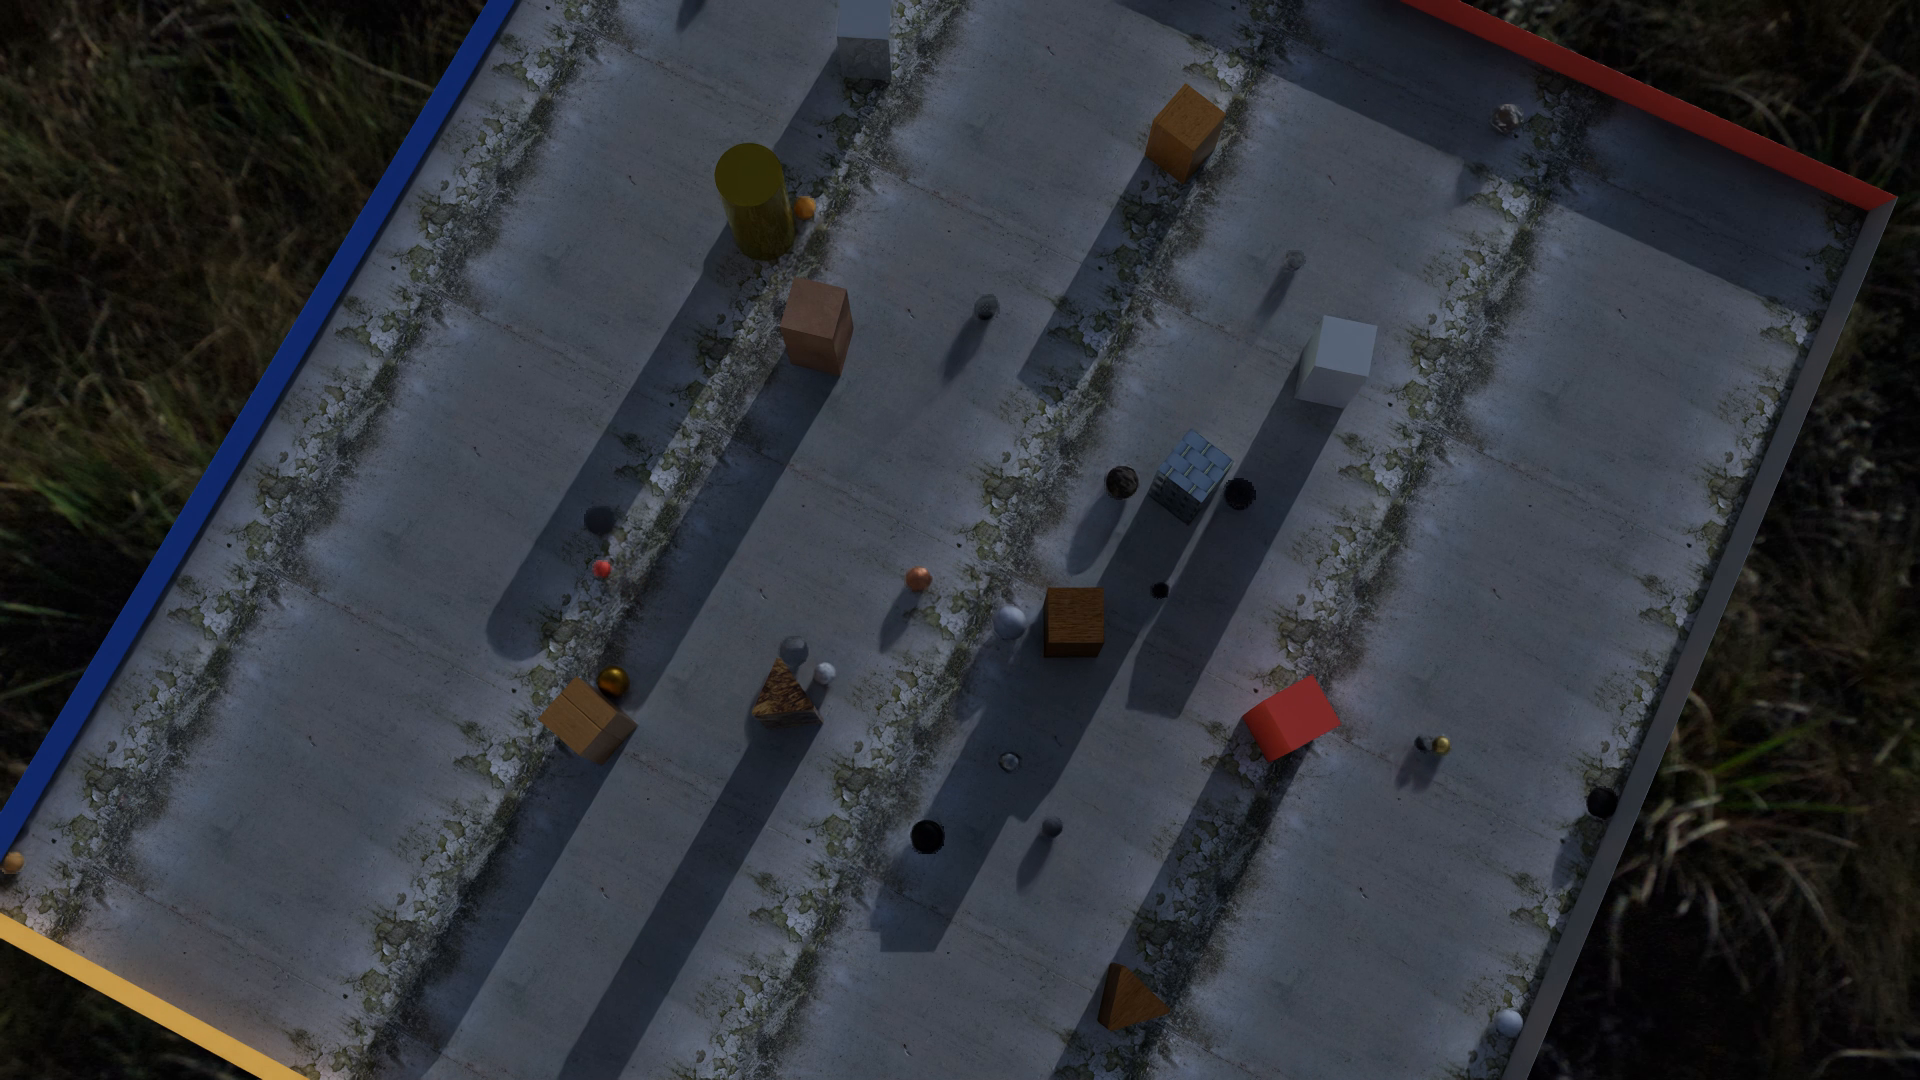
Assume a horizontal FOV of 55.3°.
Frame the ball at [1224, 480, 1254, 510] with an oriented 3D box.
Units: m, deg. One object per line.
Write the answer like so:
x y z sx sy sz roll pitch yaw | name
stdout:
0.853 -0.137 5.599 0.089 0.089 0.089 0 78 0 | ball

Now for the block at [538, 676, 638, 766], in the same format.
-1.078 0.529 5.334 0.160 0.340 0.160 40 81 8 | block

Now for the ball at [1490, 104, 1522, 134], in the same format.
1.744 -1.344 5.846 0.096 0.096 0.096 0 78 0 | ball

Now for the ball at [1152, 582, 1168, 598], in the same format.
0.609 0.153 5.560 0.049 0.049 0.049 0 78 0 | ball

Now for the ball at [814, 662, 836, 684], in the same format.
-0.405 0.401 5.500 0.066 0.066 0.066 0 78 0 | ball

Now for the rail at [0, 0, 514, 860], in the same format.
-1.882 -0.915 5.739 0.045 0.130 4.553 26 80 5 | rail

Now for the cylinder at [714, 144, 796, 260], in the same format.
-0.621 -1.027 5.600 0.200 0.449 0.200 0 78 0 | cylinder

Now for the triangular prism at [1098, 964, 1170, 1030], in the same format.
0.464 1.267 5.152 0.173 0.396 0.150 -16 79 -3 | triangular prism

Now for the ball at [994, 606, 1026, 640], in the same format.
0.151 0.251 5.514 0.100 0.100 0.100 0 78 0 | ball

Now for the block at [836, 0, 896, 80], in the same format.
-0.295 -1.598 5.806 0.160 0.277 0.160 4 78 1 | block

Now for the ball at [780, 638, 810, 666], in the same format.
-0.498 0.336 5.502 0.089 0.089 0.089 0 78 0 | ball

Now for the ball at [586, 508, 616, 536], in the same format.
-1.095 -0.057 5.585 0.086 0.086 0.086 0 78 0 | ball

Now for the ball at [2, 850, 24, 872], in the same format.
-2.786 0.946 5.390 0.061 0.061 0.061 0 78 0 | ball

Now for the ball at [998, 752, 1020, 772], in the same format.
0.147 0.659 5.448 0.063 0.063 0.063 0 78 0 | ball

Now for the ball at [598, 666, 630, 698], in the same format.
-1.036 0.425 5.480 0.095 0.095 0.095 0 78 0 | ball

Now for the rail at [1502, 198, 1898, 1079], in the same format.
1.882 0.928 5.357 0.045 0.130 4.553 26 80 5 | rail

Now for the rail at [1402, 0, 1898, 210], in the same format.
1.008 -1.966 5.956 4.256 0.130 0.045 26 80 5 | rail

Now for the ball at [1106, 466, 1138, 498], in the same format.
0.497 -0.177 5.603 0.099 0.099 0.099 0 78 0 | ball

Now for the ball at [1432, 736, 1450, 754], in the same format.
1.436 0.612 5.463 0.054 0.054 0.054 0 78 0 | ball

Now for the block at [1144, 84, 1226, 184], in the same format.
0.704 -1.270 5.746 0.160 0.262 0.160 39 81 7 | block

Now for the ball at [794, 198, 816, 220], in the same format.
-0.491 -1.048 5.799 0.068 0.068 0.068 0 78 0 | ball

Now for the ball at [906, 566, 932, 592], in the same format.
-0.124 0.118 5.553 0.077 0.077 0.077 0 78 0 | ball

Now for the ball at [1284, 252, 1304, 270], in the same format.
1.051 -0.879 5.768 0.060 0.060 0.060 0 78 0 | ball

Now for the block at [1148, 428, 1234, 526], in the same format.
0.688 -0.185 5.492 0.160 0.320 0.160 38 81 7 | block

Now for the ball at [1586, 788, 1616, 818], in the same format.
1.895 0.777 5.412 0.085 0.085 0.085 0 78 0 | ball

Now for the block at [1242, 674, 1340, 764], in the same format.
0.955 0.521 5.306 0.160 0.397 0.160 -28 80 -5 | block

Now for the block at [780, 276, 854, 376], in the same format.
-0.431 -0.644 5.561 0.160 0.371 0.160 14 79 3 | block

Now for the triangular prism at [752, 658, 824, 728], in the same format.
-0.502 0.444 5.324 0.173 0.392 0.150 -6 78 -1 | triangular prism

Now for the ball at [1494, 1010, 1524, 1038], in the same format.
1.585 1.395 5.287 0.080 0.080 0.080 0 78 0 | ball

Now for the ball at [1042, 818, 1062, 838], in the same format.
0.271 0.850 5.410 0.061 0.061 0.061 0 78 0 | ball

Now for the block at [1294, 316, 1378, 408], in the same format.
1.135 -0.536 5.554 0.160 0.341 0.160 12 79 2 | block

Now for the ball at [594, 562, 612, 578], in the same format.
-1.085 0.090 5.573 0.050 0.050 0.050 0 78 0 | ball

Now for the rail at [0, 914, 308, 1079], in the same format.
-1.008 1.980 5.139 4.256 0.130 0.045 26 80 5 | rail

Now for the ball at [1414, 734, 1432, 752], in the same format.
1.383 0.604 5.466 0.050 0.050 0.050 0 78 0 | ball

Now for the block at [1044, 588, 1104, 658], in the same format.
0.334 0.246 5.409 0.160 0.306 0.160 0 78 0 | block

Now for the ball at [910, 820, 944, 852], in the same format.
-0.097 0.870 5.387 0.098 0.098 0.098 0 78 0 | ball

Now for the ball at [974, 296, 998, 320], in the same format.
0.081 -0.726 5.727 0.077 0.077 0.077 0 78 0 | ball
